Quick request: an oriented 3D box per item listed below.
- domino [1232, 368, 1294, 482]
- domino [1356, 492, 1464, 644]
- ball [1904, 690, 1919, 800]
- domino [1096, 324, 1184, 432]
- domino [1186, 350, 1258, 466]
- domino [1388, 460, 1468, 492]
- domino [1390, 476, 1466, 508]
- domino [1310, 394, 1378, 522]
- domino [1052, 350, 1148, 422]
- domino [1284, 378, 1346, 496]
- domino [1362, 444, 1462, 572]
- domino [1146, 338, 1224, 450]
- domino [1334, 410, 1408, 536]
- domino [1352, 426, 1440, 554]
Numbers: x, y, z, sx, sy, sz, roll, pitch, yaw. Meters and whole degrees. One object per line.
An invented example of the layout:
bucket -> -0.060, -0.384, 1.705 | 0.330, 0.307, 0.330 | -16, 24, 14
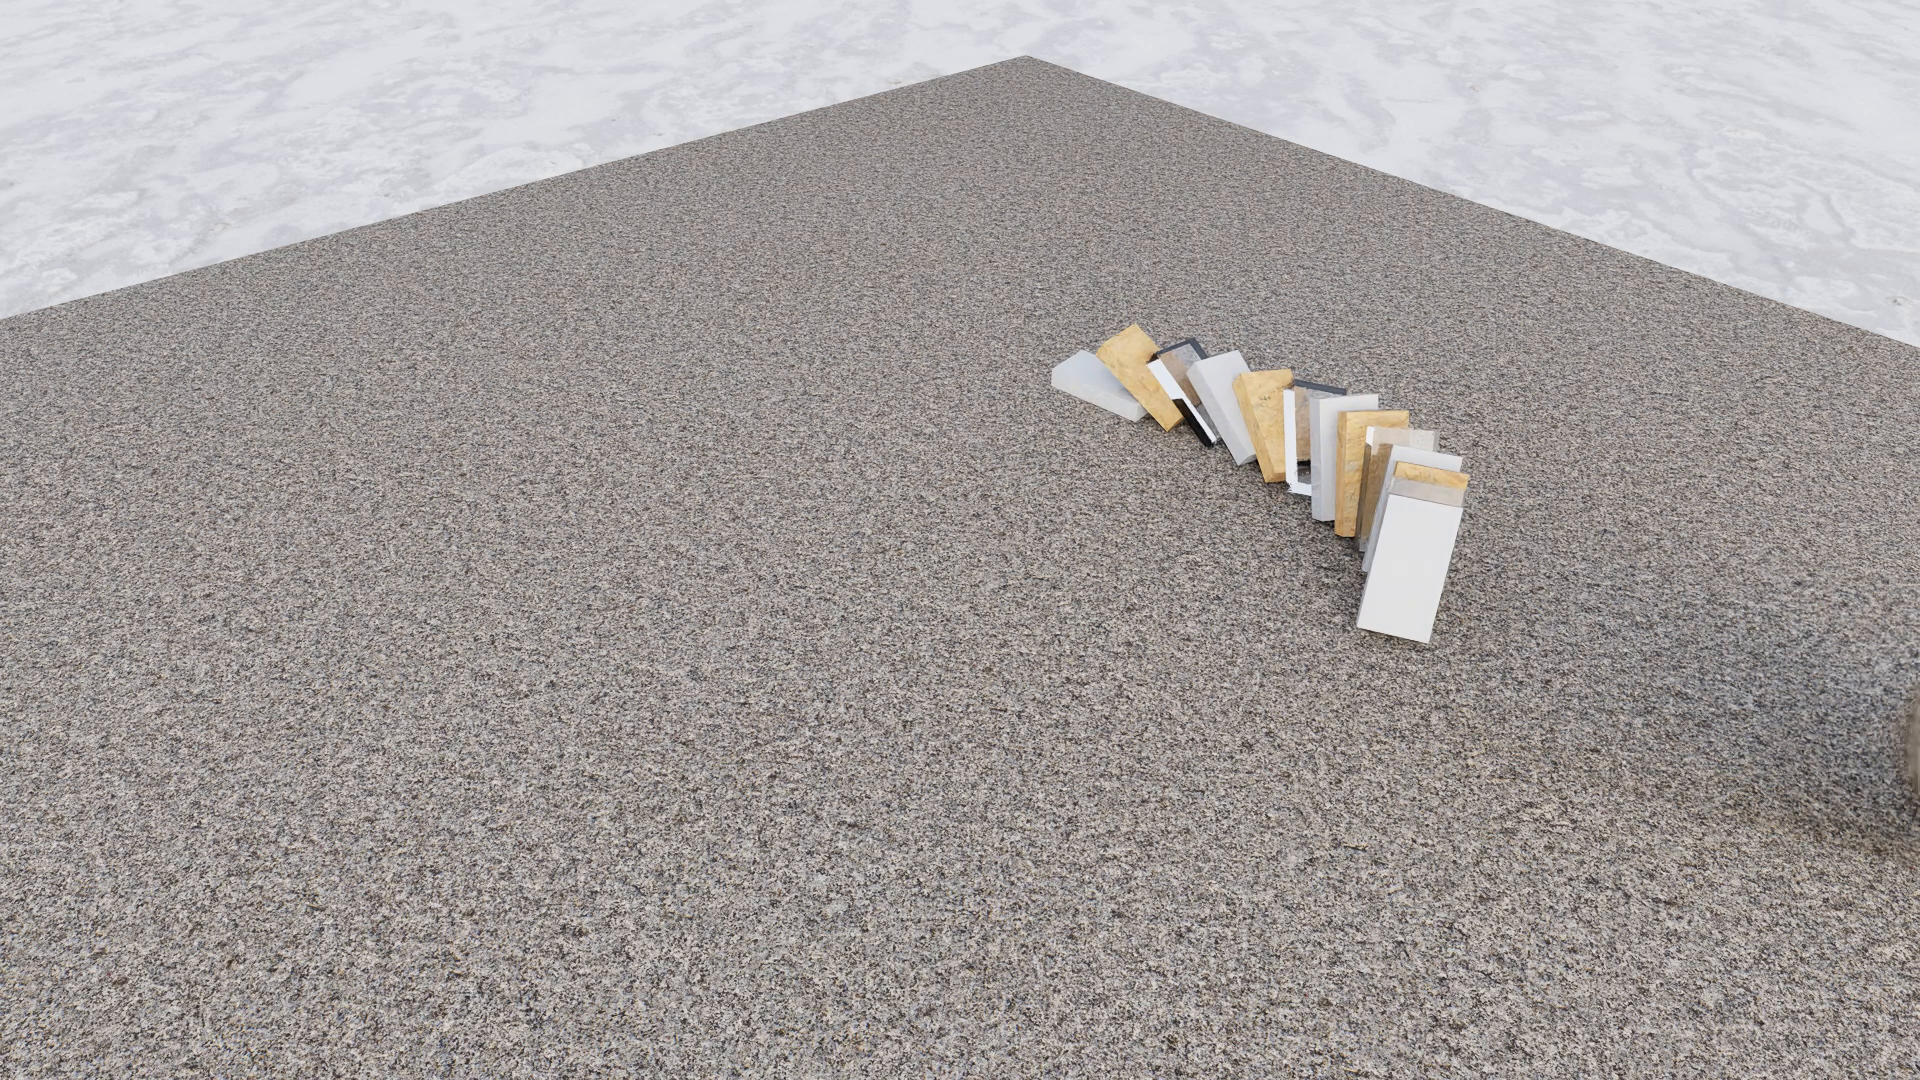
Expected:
domino -> 0.141, -0.051, 0.486 | 0.025, 0.010, 0.050 | -7, 68, -15
domino -> 0.163, 0.010, 0.401 | 0.025, 0.050, 0.009 | 13, 10, 15
ball -> 0.320, 0.063, 0.311 | 0.080, 0.080, 0.080 | 0, 39, 0
domino -> 0.090, -0.077, 0.519 | 0.025, 0.010, 0.050 | -35, 79, -36
domino -> 0.126, -0.060, 0.498 | 0.025, 0.010, 0.050 | -18, 72, -23
domino -> 0.173, -0.003, 0.417 | 0.025, 0.050, 0.009 | 13, 10, 15
domino -> 0.168, 0.004, 0.409 | 0.025, 0.050, 0.009 | 13, 10, 15
domino -> 0.159, -0.034, 0.455 | 0.025, 0.050, 0.010 | -6, 10, -7
domino -> 0.072, -0.076, 0.536 | 0.050, 0.010, 0.025 | 29, 47, 31
domino -> 0.154, -0.043, 0.475 | 0.025, 0.010, 0.050 | 9, 67, -9
domino -> 0.174, -0.010, 0.425 | 0.025, 0.050, 0.010 | 13, 10, 15
domino -> 0.111, -0.068, 0.509 | 0.025, 0.010, 0.050 | -24, 73, -26
domino -> 0.167, -0.027, 0.446 | 0.025, 0.050, 0.009 | -2, 9, -2
domino -> 0.173, -0.019, 0.436 | 0.025, 0.050, 0.010 | 4, 9, 5
